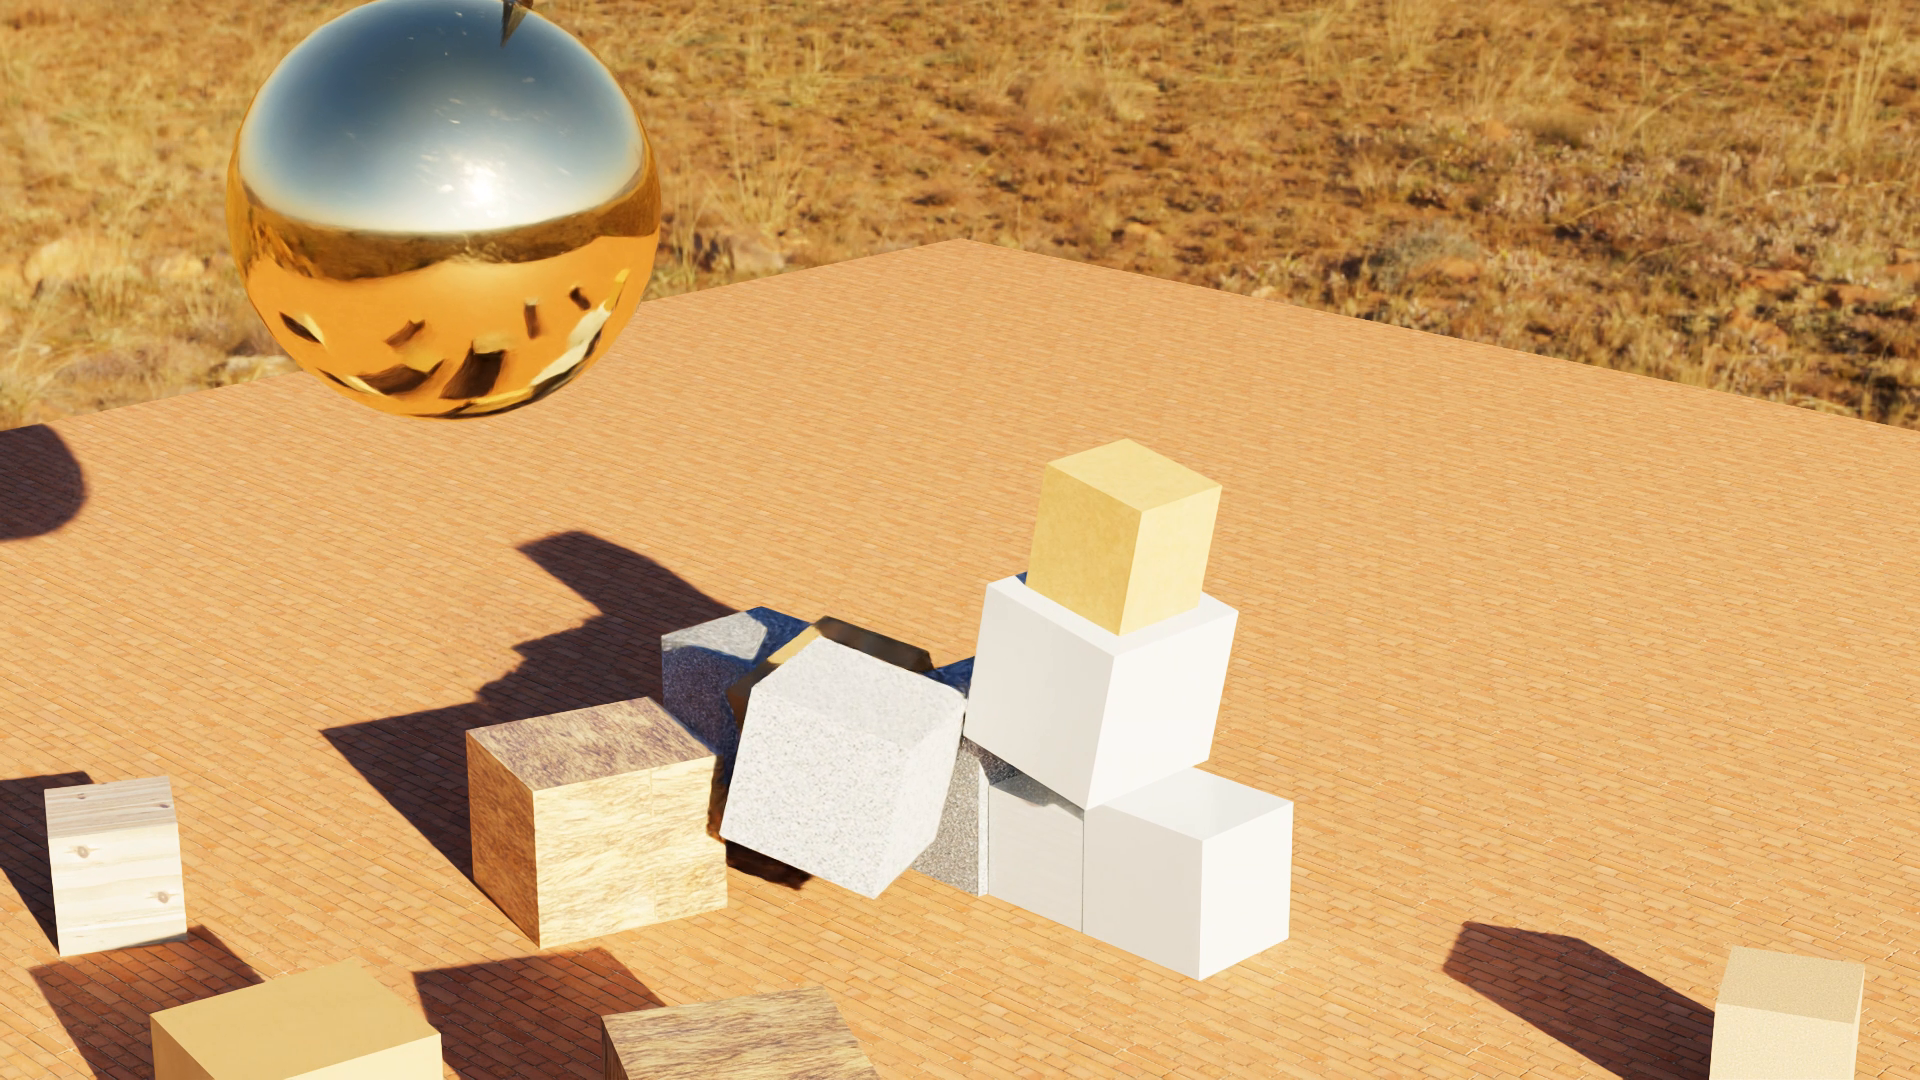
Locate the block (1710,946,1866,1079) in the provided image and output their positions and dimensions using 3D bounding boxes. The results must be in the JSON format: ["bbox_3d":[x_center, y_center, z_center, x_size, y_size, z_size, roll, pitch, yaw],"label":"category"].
[{"bbox_3d":[3.175,1.945,11.274,0.501,0.528,0.537,6,19,20],"label":"block"}]

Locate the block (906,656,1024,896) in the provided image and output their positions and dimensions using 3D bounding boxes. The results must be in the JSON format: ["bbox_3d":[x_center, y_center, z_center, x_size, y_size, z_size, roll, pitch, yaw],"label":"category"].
[{"bbox_3d":[0.076,1.081,13.605,0.752,0.779,0.726,17,24,42],"label":"block"}]

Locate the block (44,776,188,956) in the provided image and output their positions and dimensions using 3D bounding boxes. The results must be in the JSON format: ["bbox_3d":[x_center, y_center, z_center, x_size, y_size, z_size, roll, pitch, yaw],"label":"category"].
[{"bbox_3d":[-3.715,1.426,12.897,0.534,0.547,0.586,-6,18,-17],"label":"block"}]

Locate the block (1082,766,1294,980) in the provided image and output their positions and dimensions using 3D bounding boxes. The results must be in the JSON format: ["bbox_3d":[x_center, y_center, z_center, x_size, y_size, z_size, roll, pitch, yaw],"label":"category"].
[{"bbox_3d":[0.986,1.426,12.738,0.597,0.641,0.671,-17,24,-42],"label":"block"}]

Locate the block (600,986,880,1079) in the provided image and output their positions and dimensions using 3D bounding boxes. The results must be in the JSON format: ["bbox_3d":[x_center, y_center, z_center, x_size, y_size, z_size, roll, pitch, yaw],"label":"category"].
[{"bbox_3d":[-0.784,2.119,10.453,0.829,0.690,0.771,-5,18,-17],"label":"block"}]

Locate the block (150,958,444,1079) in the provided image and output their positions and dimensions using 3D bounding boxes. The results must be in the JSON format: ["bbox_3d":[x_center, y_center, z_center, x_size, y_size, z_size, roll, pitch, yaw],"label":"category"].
[{"bbox_3d":[-2.385,2.066,10.605,0.785,0.699,0.750,-12,21,-34],"label":"block"}]

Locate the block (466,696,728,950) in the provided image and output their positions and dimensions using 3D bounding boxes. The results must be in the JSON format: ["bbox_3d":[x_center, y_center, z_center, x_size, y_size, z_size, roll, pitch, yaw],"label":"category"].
[{"bbox_3d":[-1.630,1.249,13.142,0.891,0.736,0.828,-10,20,-28],"label":"block"}]

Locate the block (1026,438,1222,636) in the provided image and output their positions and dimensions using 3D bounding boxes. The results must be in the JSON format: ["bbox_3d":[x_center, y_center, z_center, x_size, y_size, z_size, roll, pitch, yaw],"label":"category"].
[{"bbox_3d":[0.700,-0.018,12.595,0.542,0.587,0.532,29,31,35],"label":"block"}]

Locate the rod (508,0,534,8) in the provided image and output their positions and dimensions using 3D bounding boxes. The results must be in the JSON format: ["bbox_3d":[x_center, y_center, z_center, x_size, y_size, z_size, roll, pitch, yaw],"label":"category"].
[{"bbox_3d":[-0.831,-4.459,11.069,0.080,5.200,0.080,17,-3,42],"label":"rod"}]

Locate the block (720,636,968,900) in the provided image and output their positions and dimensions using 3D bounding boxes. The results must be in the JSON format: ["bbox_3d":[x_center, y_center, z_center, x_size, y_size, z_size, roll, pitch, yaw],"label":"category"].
[{"bbox_3d":[-0.500,0.989,12.887,0.756,0.739,0.698,21,23,16],"label":"block"}]

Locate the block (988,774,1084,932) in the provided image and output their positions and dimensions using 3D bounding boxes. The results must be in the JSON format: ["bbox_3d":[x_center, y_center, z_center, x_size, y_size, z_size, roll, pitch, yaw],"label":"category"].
[{"bbox_3d":[0.546,1.346,13.187,0.609,0.524,0.571,-17,24,-42],"label":"block"}]

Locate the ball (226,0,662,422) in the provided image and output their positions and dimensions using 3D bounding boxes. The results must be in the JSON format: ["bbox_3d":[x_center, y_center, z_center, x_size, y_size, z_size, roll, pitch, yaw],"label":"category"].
[{"bbox_3d":[-1.918,-1.240,10.942,1.600,1.600,1.600,0,17,0],"label":"ball"}]

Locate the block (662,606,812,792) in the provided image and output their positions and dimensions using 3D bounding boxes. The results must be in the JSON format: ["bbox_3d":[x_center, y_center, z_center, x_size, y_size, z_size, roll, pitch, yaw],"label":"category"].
[{"bbox_3d":[-0.993,0.812,14.606,0.659,0.692,0.721,-17,24,-42],"label":"block"}]

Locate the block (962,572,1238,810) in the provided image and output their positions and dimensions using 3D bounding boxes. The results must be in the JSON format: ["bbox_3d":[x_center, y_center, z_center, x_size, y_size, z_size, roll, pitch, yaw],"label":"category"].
[{"bbox_3d":[0.612,0.586,12.869,0.750,0.750,0.817,29,32,36],"label":"block"}]

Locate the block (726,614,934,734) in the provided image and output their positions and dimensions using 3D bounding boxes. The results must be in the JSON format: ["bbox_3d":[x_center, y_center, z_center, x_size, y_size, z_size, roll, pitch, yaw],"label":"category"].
[{"bbox_3d":[-0.546,0.903,14.005,0.729,0.691,0.676,17,44,43],"label":"block"}]
